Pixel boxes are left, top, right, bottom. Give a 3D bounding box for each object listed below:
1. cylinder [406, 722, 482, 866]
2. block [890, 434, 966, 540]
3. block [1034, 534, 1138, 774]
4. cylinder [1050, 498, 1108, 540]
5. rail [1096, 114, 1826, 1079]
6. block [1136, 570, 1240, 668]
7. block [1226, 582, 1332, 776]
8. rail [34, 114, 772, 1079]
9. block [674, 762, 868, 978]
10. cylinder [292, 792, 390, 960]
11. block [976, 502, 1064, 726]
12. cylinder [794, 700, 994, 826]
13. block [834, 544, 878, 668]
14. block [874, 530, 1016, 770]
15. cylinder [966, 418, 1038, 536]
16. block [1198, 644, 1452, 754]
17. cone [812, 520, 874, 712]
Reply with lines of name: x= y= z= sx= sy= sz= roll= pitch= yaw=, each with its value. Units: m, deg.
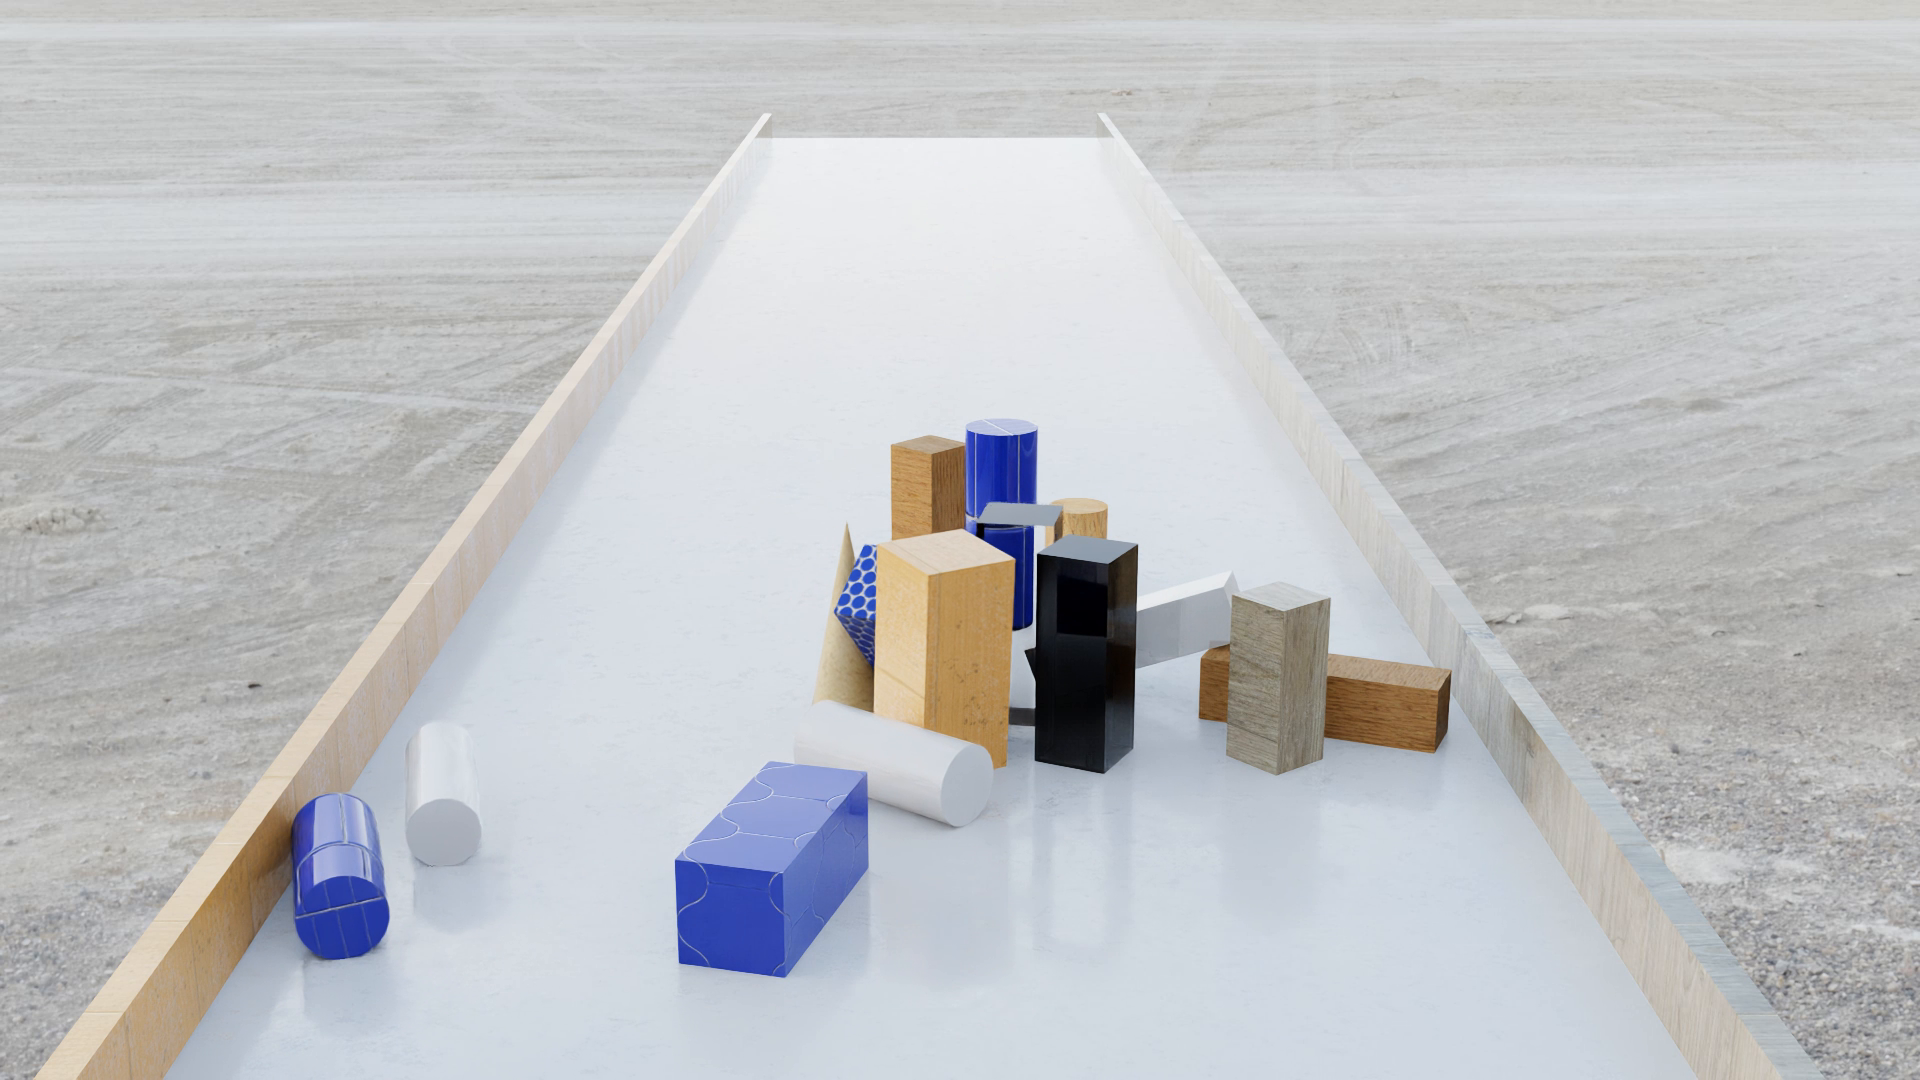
cylinder: x=-0.855 y=0.415 z=3.629 sx=0.117 sy=0.117 sz=0.342 roll=-4 pitch=17 yaw=-13
block: x=-0.065 y=-0.061 z=4.886 sx=0.124 sy=0.312 sz=0.124 roll=15 pitch=22 yaw=41
block: x=0.223 y=0.199 z=3.880 sx=0.134 sy=0.385 sz=0.134 roll=8 pitch=18 yaw=26
cylinder: x=0.234 y=0.083 z=4.397 sx=0.117 sy=0.314 sz=0.117 roll=0 pitch=17 yaw=0
rail: x=0.932 y=-0.844 z=7.801 sx=0.050 sy=0.150 sz=12.000 roll=0 pitch=17 yaw=-1
block: x=0.342 y=0.176 z=4.204 sx=0.400 sy=0.108 sz=0.108 roll=-17 pitch=11 yaw=20
block: x=0.561 y=0.242 z=3.880 sx=0.121 sy=0.303 sz=0.121 roll=-13 pitch=21 yaw=-37
rail: x=-1.118 y=-0.838 z=7.780 sx=0.050 sy=0.150 sz=12.000 roll=0 pitch=17 yaw=-1
block: x=-0.275 y=0.486 z=3.304 sx=0.163 sy=0.163 sz=0.382 roll=5 pitch=17 yaw=15
cylinder: x=-0.935 y=0.501 z=3.311 sx=0.132 sy=0.132 sz=0.315 roll=-5 pitch=17 yaw=-17
block: x=0.111 y=0.138 z=4.085 sx=0.141 sy=0.387 sz=0.141 roll=3 pitch=17 yaw=9
cylinder: x=-0.115 y=0.375 z=3.722 sx=0.328 sy=0.139 sz=0.139 roll=13 pitch=21 yaw=37
block: x=-0.084 y=0.165 z=4.079 sx=0.150 sy=0.319 sz=0.150 roll=9 pitch=61 yaw=28
block: x=-0.031 y=0.203 z=3.843 sx=0.173 sy=0.390 sz=0.173 roll=-10 pitch=23 yaw=-30
cylinder: x=0.087 y=-0.039 z=4.638 sx=0.152 sy=0.410 sz=0.152 roll=0 pitch=17 yaw=0
block: x=0.671 y=0.285 z=4.058 sx=0.440 sy=0.120 sz=0.120 roll=7 pitch=18 yaw=22
cone: x=-0.210 y=0.137 z=4.120 sx=0.144 sy=0.368 sz=0.144 roll=0 pitch=17 yaw=0
